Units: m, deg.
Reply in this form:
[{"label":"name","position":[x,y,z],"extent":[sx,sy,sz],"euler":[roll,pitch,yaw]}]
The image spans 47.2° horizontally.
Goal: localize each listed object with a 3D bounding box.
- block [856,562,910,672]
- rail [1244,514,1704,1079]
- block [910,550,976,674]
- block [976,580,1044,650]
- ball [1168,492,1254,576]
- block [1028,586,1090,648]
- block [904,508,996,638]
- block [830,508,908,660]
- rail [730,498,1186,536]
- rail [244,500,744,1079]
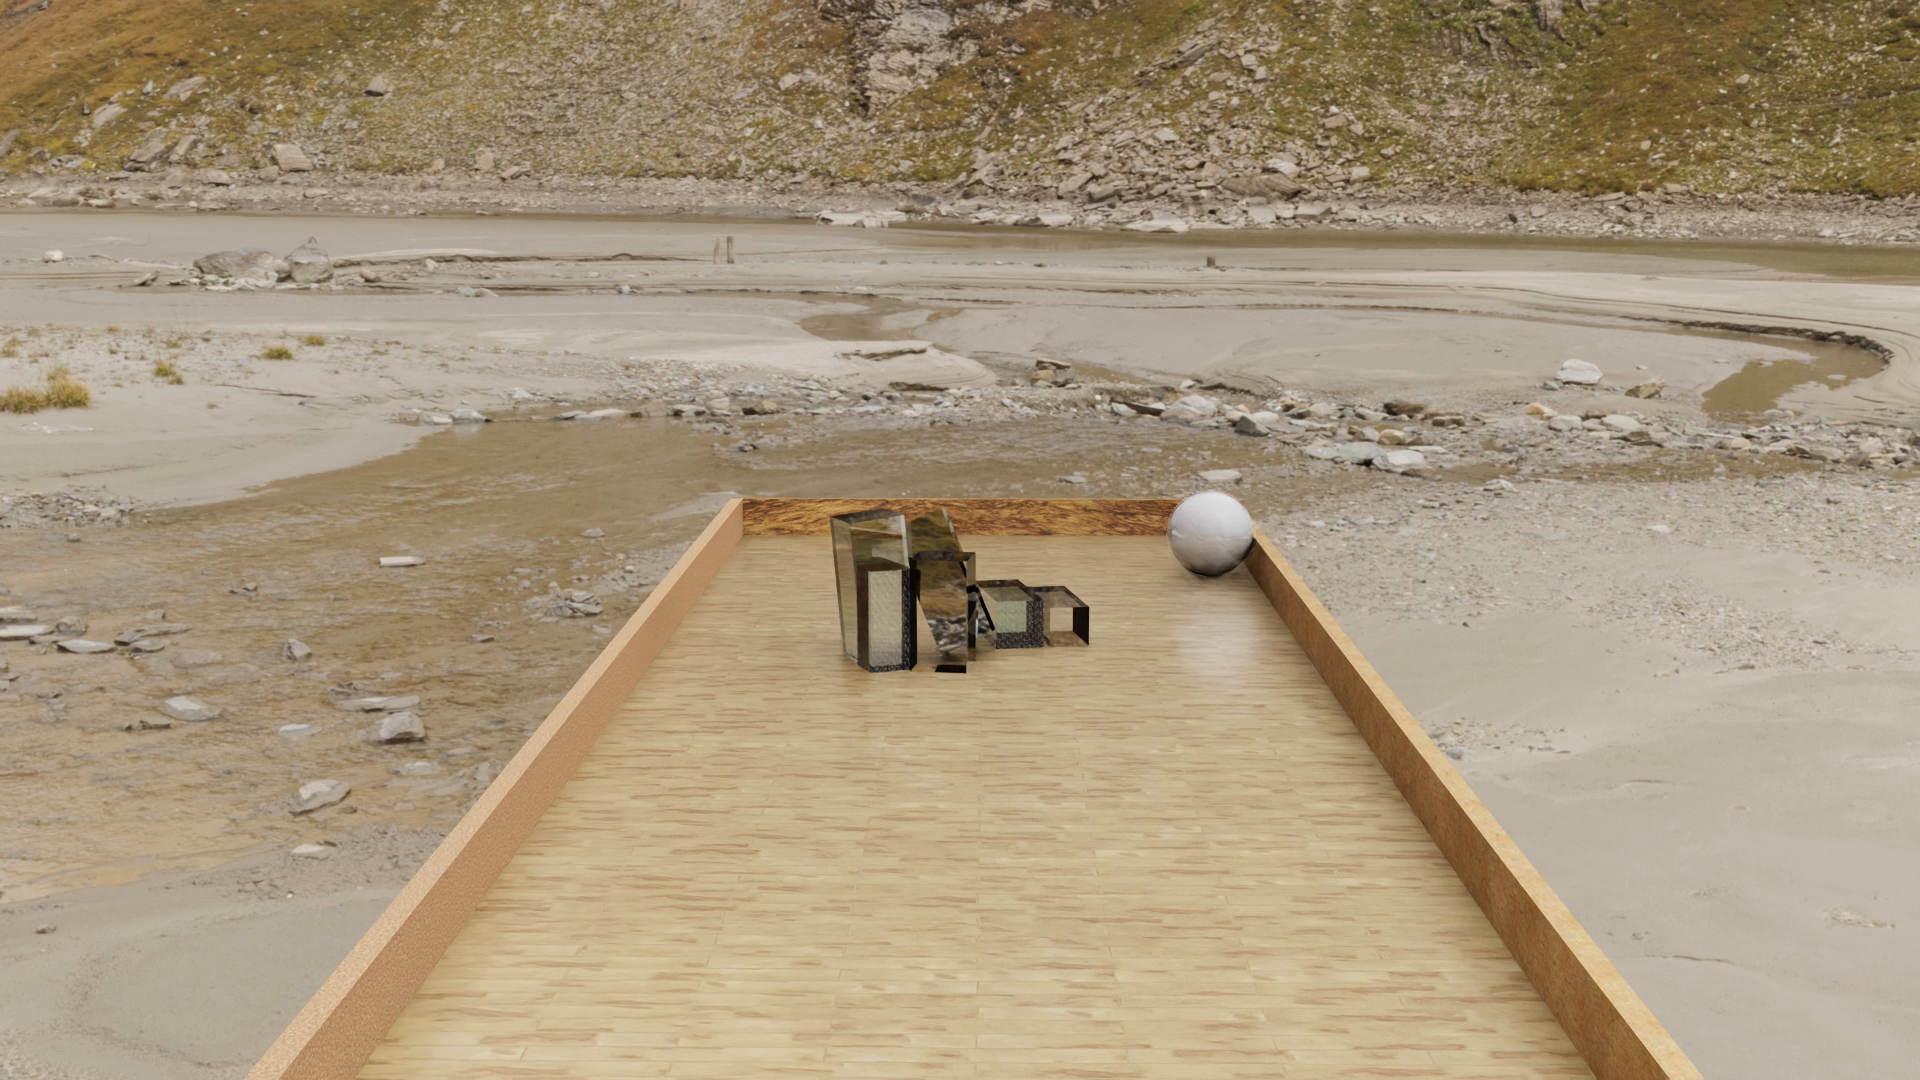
[{"label":"block","position":[-0.227,0.231,6.579],"extent":[0.127,0.305,0.127],"euler":[-4,10,-21]},{"label":"rail","position":[1.046,0.843,3.208],"extent":[0.050,0.150,12.000],"euler":[0,9,1]},{"label":"block","position":[-0.050,0.214,6.585],"extent":[0.170,0.337,0.170],"euler":[2,9,10]},{"label":"block","position":[0.152,0.235,7.045],"extent":[0.151,0.151,0.381],"euler":[-2,9,-11]},{"label":"ball","position":[0.929,-0.023,8.150],"extent":[0.314,0.314,0.314],"euler":[0,9,0]},{"label":"block","position":[0.313,0.243,7.075],"extent":[0.125,0.125,0.378],"euler":[-1,9,-9]},{"label":"block","position":[-0.046,0.120,6.798],"extent":[0.158,0.407,0.158],"euler":[-23,-2,4]},{"label":"block","position":[-0.265,0.137,6.719],"extent":[0.176,0.430,0.176],"euler":[-9,11,-22]},{"label":"rail","position":[0.099,-0.098,9.147],"extent":[2.100,0.150,0.050],"euler":[0,9,1]},{"label":"rail","position":[-1.004,0.839,3.234],"extent":[0.050,0.150,12.000],"euler":[0,9,1]}]
